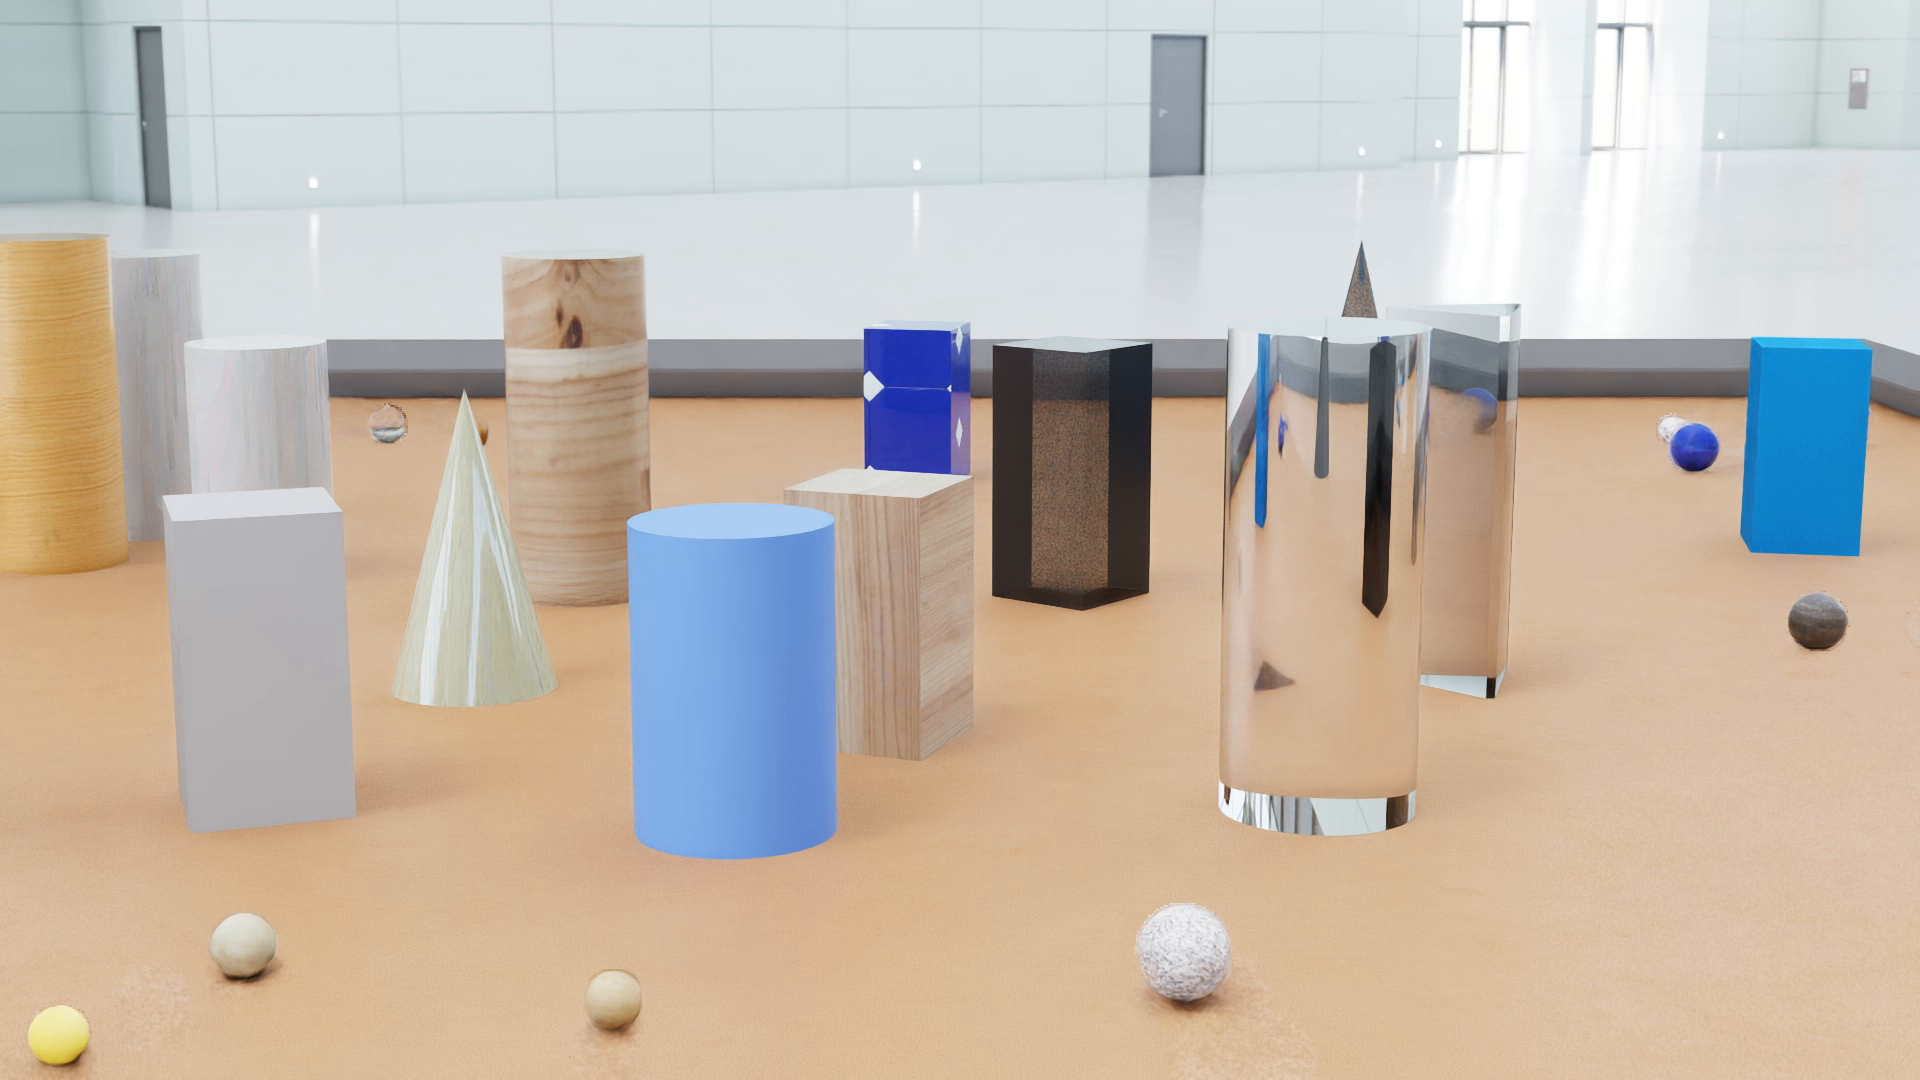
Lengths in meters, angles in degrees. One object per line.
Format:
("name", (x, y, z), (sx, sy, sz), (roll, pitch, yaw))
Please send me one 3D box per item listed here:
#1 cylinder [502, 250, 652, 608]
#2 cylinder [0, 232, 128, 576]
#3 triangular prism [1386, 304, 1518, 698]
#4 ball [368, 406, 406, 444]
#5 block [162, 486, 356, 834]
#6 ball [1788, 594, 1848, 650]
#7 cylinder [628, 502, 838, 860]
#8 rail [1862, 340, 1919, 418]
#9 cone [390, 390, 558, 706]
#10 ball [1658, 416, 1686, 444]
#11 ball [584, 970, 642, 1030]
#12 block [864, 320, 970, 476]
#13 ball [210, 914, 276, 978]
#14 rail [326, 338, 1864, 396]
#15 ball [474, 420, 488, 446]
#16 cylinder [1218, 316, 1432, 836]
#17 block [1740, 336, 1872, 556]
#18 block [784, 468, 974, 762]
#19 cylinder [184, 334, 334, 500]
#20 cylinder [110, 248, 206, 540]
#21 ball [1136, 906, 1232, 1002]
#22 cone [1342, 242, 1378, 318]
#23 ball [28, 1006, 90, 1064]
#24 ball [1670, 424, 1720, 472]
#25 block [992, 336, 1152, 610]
("cylinder", (-0.526, -0.158, 3.538), (0.195, 0.471, 0.195), (0, 11, 0))
("cylinder", (-1.333, -0.202, 3.756), (0.195, 0.479, 0.195), (0, 11, 0))
("triangular prism", (0.613, -0.055, 3.054), (0.146, 0.445, 0.169), (-10, 14, -42))
("ball", (-1.113, -0.224, 4.988), (0.072, 0.072, 0.072), (0, 11, 0))
("block", (-0.692, 0.114, 2.531), (0.156, 0.304, 0.156), (-4, 11, -20))
("ball", (1.079, 0.103, 3.227), (0.072, 0.072, 0.072), (0, 11, 0))
("cylinder", (-0.216, 0.130, 2.449), (0.195, 0.302, 0.195), (0, 11, 0))
("rail", (1.991, 0.031, 3.460), (0.045, 0.127, 4.538), (0, 11, 0))
("cone", (-0.575, -0.001, 3.009), (0.195, 0.356, 0.195), (0, 11, 0))
("ball", (1.381, -0.212, 4.968), (0.055, 0.055, 0.055), (0, 11, 0))
("ball", (-0.265, 0.352, 1.961), (0.044, 0.044, 0.044), (0, 11, 0))
("block", (-0.075, -0.246, 4.556), (0.156, 0.272, 0.156), (2, 11, 13))
("ball", (-0.579, 0.328, 2.073), (0.051, 0.051, 0.051), (0, 11, 0))
("rail", (-0.013, -0.377, 5.657), (4.029, 0.127, 0.045), (0, 11, 0))
("ball", (-0.933, -0.203, 4.932), (0.052, 0.052, 0.052), (0, 11, 0))
("cylinder", (0.355, 0.030, 2.506), (0.195, 0.478, 0.195), (0, 11, 0))
("block", (1.286, -0.145, 3.907), (0.156, 0.311, 0.156), (2, 11, 11))
("block", (-0.086, 0.077, 2.790), (0.156, 0.282, 0.156), (4, 11, 21))
("cylinder", (-0.995, -0.113, 3.654), (0.195, 0.339, 0.195), (0, 11, 0))
("cylinder", (-1.279, -0.231, 4.026), (0.195, 0.437, 0.195), (0, 11, 0))
("ball", (0.177, 0.325, 2.021), (0.075, 0.075, 0.075), (0, 11, 0))
("cone", (0.727, -0.341, 4.679), (0.195, 0.415, 0.195), (0, 11, 0))
("ball", (-0.665, 0.365, 1.892), (0.043, 0.043, 0.043), (0, 11, 0))
("ball", (1.329, -0.168, 4.641), (0.088, 0.088, 0.088), (0, 11, 0))
("block", (0.154, -0.096, 3.538), (0.156, 0.350, 0.156), (8, 13, 38))
